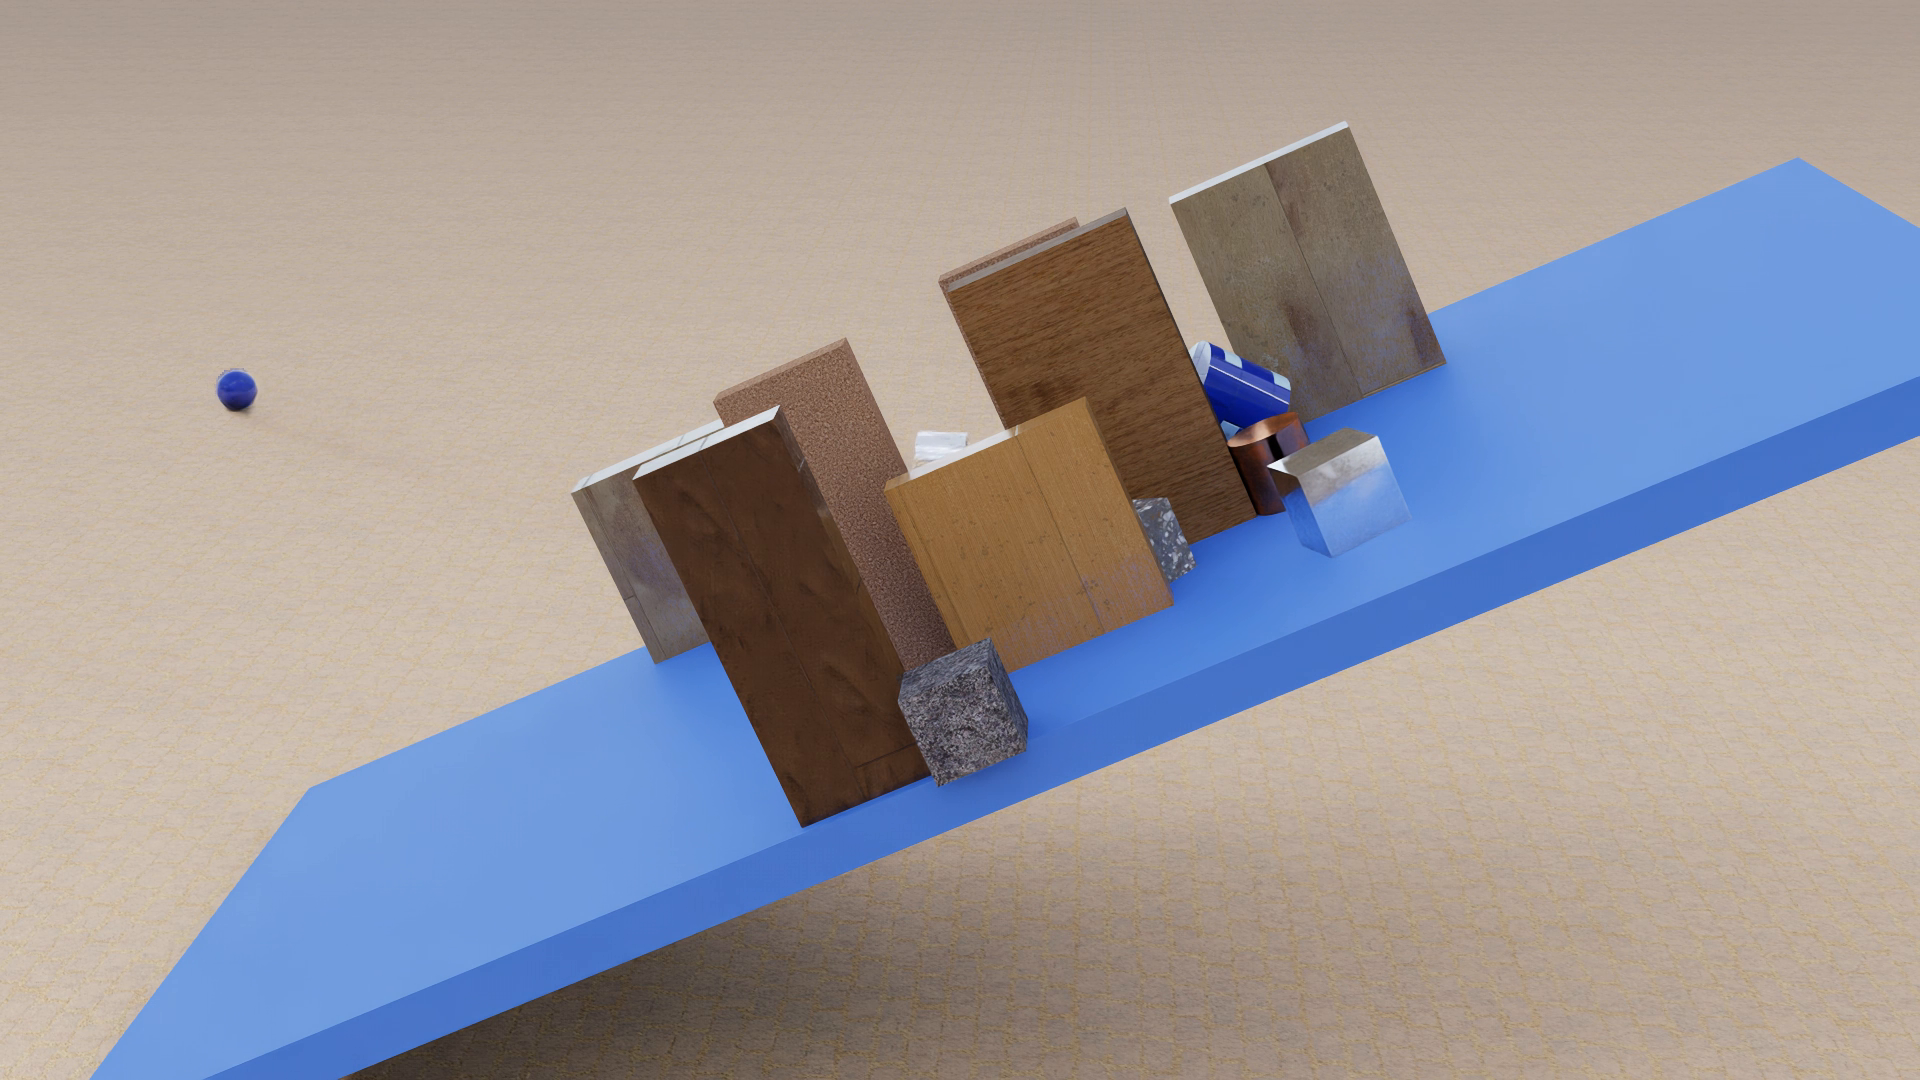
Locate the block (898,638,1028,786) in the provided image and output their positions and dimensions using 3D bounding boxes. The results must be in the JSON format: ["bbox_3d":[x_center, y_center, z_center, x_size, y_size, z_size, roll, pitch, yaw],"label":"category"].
[{"bbox_3d":[0.008,0.310,5.329,0.174,0.174,0.174,-23,13,8],"label":"block"}]

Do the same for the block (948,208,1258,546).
[{"bbox_3d":[0.295,-0.288,6.049,0.394,0.681,0.108,-23,13,8],"label":"block"}]

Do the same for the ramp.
[{"bbox_3d":[0.132,0.170,6.284,4.000,0.100,2.000,-23,13,8],"label":"ramp"}]

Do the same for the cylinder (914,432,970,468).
[{"bbox_3d":[-0.064,-0.308,11.019,0.186,0.186,0.186,2,15,8],"label":"cylinder"}]

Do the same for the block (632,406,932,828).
[{"bbox_3d":[-0.308,0.143,5.353,0.279,0.718,0.114,-23,13,8],"label":"block"}]

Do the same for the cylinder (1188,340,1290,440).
[{"bbox_3d":[0.586,-0.305,6.472,0.204,0.204,0.204,23,9,-17],"label":"cylinder"}]

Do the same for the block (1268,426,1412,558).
[{"bbox_3d":[0.724,-0.092,5.615,0.174,0.174,0.174,-27,13,-8],"label":"block"}]

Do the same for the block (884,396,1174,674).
[{"bbox_3d":[0.136,0.005,5.731,0.424,0.432,0.087,-23,13,8],"label":"block"}]

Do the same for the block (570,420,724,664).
[{"bbox_3d":[-0.646,-0.002,7.131,0.411,0.468,0.140,-23,13,8],"label":"block"}]

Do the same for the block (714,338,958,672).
[{"bbox_3d":[-0.221,-0.037,5.982,0.287,0.689,0.088,-23,13,8],"label":"block"}]

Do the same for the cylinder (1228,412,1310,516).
[{"bbox_3d":[0.653,-0.157,6.044,0.158,0.158,0.158,-24,13,6],"label":"cylinder"}]

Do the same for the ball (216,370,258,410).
[{"bbox_3d":[-3.006,-0.623,12.225,0.166,0.166,0.166,0,15,0],"label":"ball"}]

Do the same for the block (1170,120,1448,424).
[{"bbox_3d":[0.777,-0.580,6.569,0.424,0.576,0.102,-23,13,8],"label":"block"}]

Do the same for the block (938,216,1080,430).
[{"bbox_3d":[0.235,-0.349,6.486,0.326,0.646,0.083,-23,13,8],"label":"block"}]

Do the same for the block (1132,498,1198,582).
[{"bbox_3d":[0.346,0.021,5.909,0.154,0.154,0.154,-32,14,-28],"label":"block"}]
